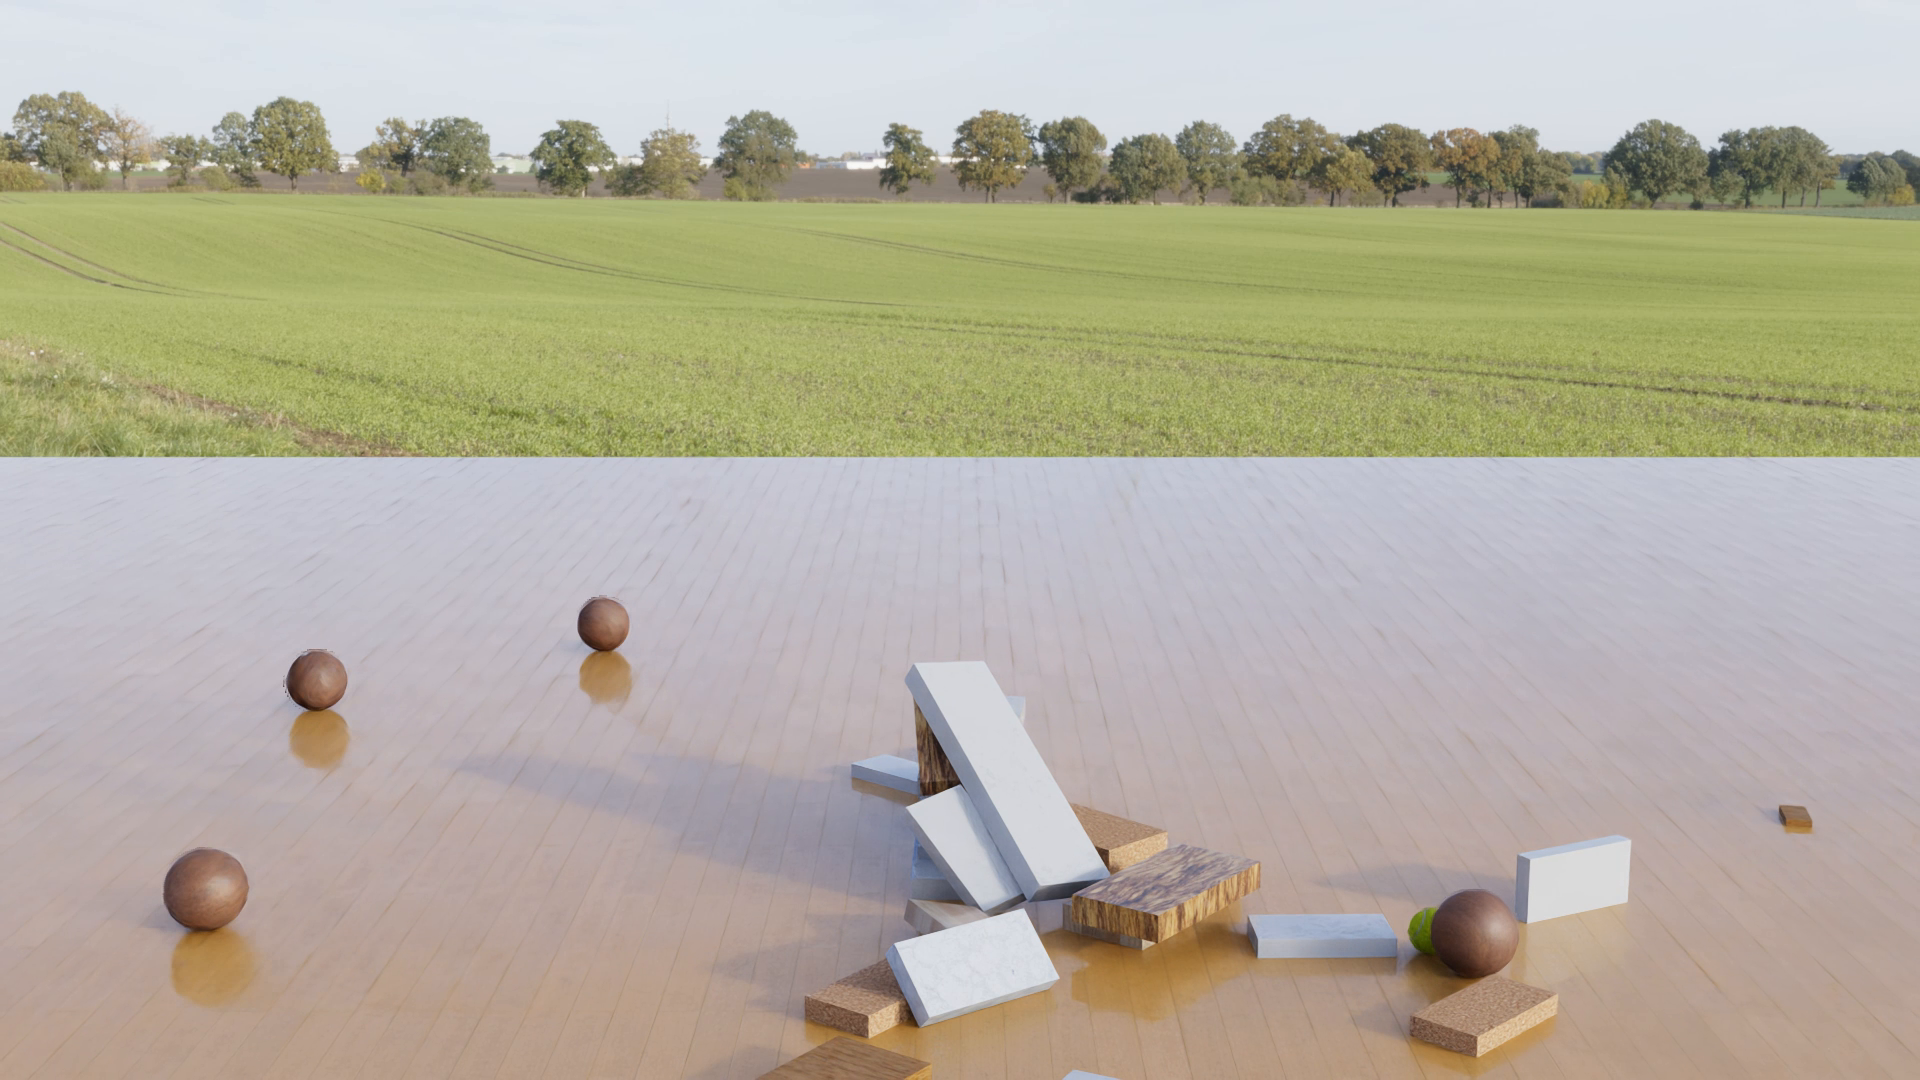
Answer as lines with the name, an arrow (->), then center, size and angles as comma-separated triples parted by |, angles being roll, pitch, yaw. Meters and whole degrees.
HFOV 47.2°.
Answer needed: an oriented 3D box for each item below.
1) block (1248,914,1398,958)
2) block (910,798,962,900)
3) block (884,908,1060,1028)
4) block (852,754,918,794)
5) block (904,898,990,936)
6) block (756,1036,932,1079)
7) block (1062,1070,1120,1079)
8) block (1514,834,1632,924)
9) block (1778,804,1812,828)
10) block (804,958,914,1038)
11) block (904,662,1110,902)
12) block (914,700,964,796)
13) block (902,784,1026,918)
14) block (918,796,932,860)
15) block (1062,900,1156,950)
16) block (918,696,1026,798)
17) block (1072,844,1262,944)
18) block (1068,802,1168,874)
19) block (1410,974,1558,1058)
block -> 0.564, 0.618, 3.435 | 0.215, 0.030, 0.108 | 0, 11, -1
block -> 0.000, 0.511, 3.761 | 0.149, 0.042, 0.298 | 0, 26, 3
block -> 0.019, 0.621, 3.204 | 0.239, 0.034, 0.119 | -8, 58, -37
block -> -0.113, 0.459, 4.303 | 0.187, 0.027, 0.094 | 10, 14, 42
block -> 0.014, 0.607, 3.380 | 0.119, 0.034, 0.239 | 11, 3, -24
block -> -0.212, 0.731, 2.791 | 0.157, 0.044, 0.381 | 8, 13, 35
block -> 0.147, 0.746, 2.707 | 0.157, 0.044, 0.313 | 5, 12, 27
block -> 0.999, 0.551, 3.582 | 0.215, 0.108, 0.030 | -5, 12, -27
block -> 1.544, 0.510, 4.063 | 0.045, 0.013, 0.090 | 2, 11, 12
block -> -0.102, 0.659, 3.208 | 0.119, 0.034, 0.238 | 8, 13, 37
block -> 0.076, 0.398, 3.711 | 0.151, 0.043, 0.491 | 1, 43, -36
block -> -0.019, 0.347, 3.817 | 0.113, 0.032, 0.226 | -4, 39, -2
block -> 0.015, 0.512, 3.607 | 0.113, 0.032, 0.226 | -19, 56, -33
block -> -0.005, 0.450, 3.742 | 0.113, 0.032, 0.226 | 1, 40, 5
block -> 0.316, 0.586, 3.574 | 0.151, 0.043, 0.302 | 8, 13, 37
block -> 0.023, 0.370, 3.949 | 0.149, 0.042, 0.298 | 3, 27, 8
block -> 0.331, 0.557, 3.491 | 0.157, 0.044, 0.313 | 8, 13, 36
block -> 0.205, 0.522, 3.919 | 0.151, 0.043, 0.302 | -10, 14, -43
block -> 0.746, 0.675, 3.128 | 0.108, 0.030, 0.215 | 10, 15, 44
